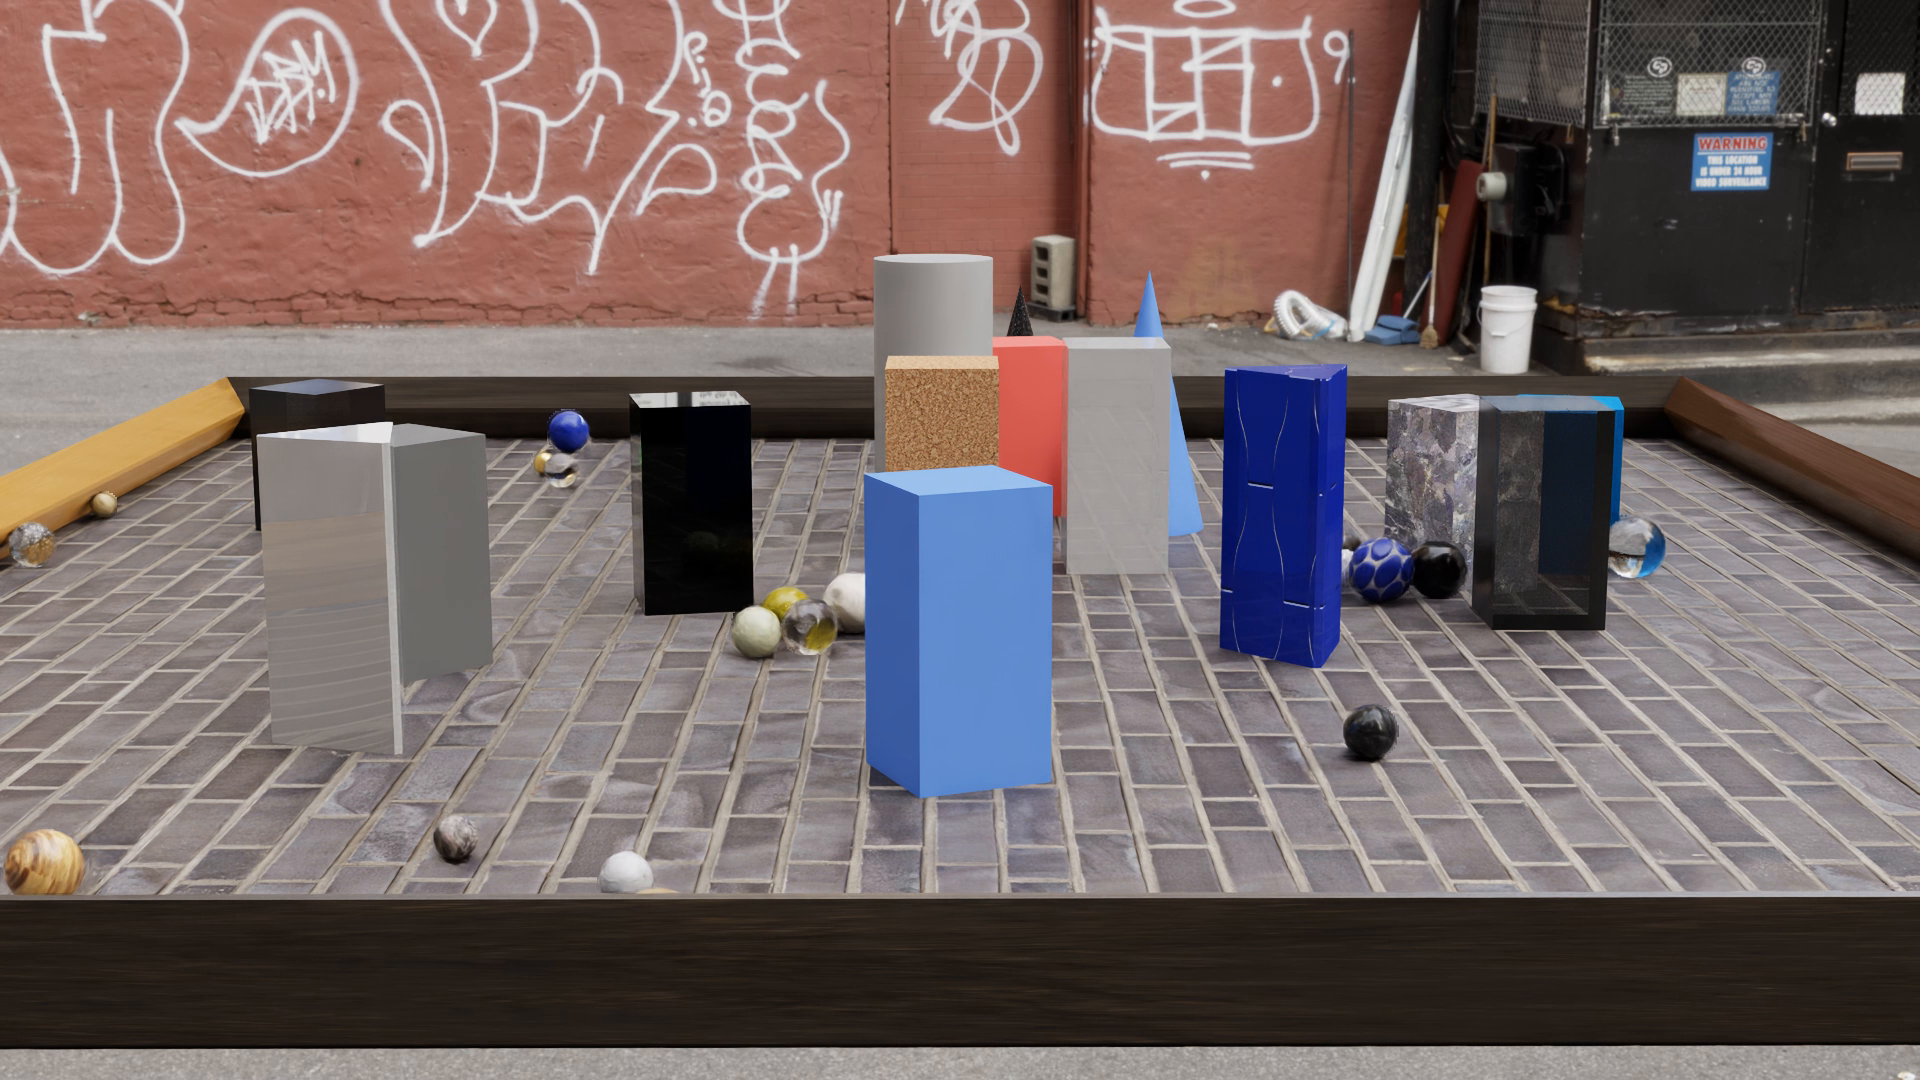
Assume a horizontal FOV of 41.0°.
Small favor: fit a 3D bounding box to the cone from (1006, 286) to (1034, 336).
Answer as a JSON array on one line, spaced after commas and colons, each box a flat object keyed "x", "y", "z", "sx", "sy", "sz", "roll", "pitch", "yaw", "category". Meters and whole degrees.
[{"x": 0.106, "y": -0.284, "z": 4.536, "sx": 0.182, "sy": 0.337, "sz": 0.182, "roll": 0, "pitch": 11, "yaw": 0, "category": "cone"}]

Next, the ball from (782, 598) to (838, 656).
[{"x": -0.186, "y": 0.107, "z": 3.174, "sx": 0.071, "sy": 0.071, "sz": 0.071, "roll": 0, "pitch": 11, "yaw": 0, "category": "ball"}]

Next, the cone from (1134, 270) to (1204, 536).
[{"x": 0.294, "y": -0.221, "z": 4.014, "sx": 0.182, "sy": 0.406, "sz": 0.182, "roll": 0, "pitch": 11, "yaw": 0, "category": "cone"}]

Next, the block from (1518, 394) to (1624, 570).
[{"x": 0.891, "y": -0.087, "z": 3.769, "sx": 0.145, "sy": 0.233, "sz": 0.145, "roll": 2, "pitch": 11, "yaw": 11, "category": "block"}]

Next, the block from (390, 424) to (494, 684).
[{"x": -0.672, "y": 0.014, "z": 3.098, "sx": 0.145, "sy": 0.283, "sz": 0.145, "roll": 9, "pitch": 14, "yaw": 39, "category": "block"}]

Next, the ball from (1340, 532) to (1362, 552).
[{"x": 0.557, "y": 0.015, "z": 3.716, "sx": 0.053, "sy": 0.053, "sz": 0.053, "roll": 0, "pitch": 11, "yaw": 0, "category": "ball"}]

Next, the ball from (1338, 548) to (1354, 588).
[{"x": 0.530, "y": 0.040, "z": 3.571, "sx": 0.057, "sy": 0.057, "sz": 0.057, "roll": 0, "pitch": 11, "yaw": 0, "category": "ball"}]

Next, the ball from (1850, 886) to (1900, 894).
[{"x": 0.735, "y": 0.315, "z": 2.053, "sx": 0.075, "sy": 0.075, "sz": 0.075, "roll": 0, "pitch": 11, "yaw": 0, "category": "ball"}]

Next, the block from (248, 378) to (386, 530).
[{"x": -1.002, "y": -0.129, "z": 4.019, "sx": 0.145, "sy": 0.224, "sz": 0.145, "roll": 7, "pitch": 13, "yaw": 32, "category": "block"}]

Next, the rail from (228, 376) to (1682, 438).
[{"x": -0.009, "y": -0.255, "z": 4.972, "sx": 2.831, "sy": 0.118, "sz": 0.045, "roll": 0, "pitch": 11, "yaw": 0, "category": "rail"}]

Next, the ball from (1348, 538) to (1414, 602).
[{"x": 0.572, "y": 0.041, "z": 3.482, "sx": 0.088, "sy": 0.088, "sz": 0.088, "roll": 0, "pitch": 11, "yaw": 0, "category": "ball"}]

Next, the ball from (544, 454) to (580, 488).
[{"x": -0.685, "y": -0.120, "z": 4.413, "sx": 0.060, "sy": 0.060, "sz": 0.060, "roll": 0, "pitch": 11, "yaw": 0, "category": "ball"}]

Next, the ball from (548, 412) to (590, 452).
[{"x": -0.733, "y": -0.203, "z": 4.812, "sx": 0.077, "sy": 0.077, "sz": 0.077, "roll": 0, "pitch": 11, "yaw": 0, "category": "ball"}]

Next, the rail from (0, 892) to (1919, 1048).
[{"x": 0.009, "y": 0.316, "z": 1.928, "sx": 2.831, "sy": 0.118, "sz": 0.045, "roll": 0, "pitch": 11, "yaw": 0, "category": "rail"}]

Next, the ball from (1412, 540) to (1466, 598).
[{"x": 0.653, "y": 0.040, "z": 3.508, "sx": 0.080, "sy": 0.080, "sz": 0.080, "roll": 0, "pitch": 11, "yaw": 0, "category": "ball"}]

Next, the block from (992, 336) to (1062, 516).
[{"x": 0.094, "y": -0.185, "z": 4.175, "sx": 0.145, "sy": 0.276, "sz": 0.145, "roll": -2, "pitch": 11, "yaw": -12, "category": "block"}]

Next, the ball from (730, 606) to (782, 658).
[{"x": -0.251, "y": 0.113, "z": 3.163, "sx": 0.063, "sy": 0.063, "sz": 0.063, "roll": 0, "pitch": 11, "yaw": 0, "category": "ball"}]

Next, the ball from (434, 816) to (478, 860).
[{"x": -0.465, "y": 0.274, "z": 2.365, "sx": 0.041, "sy": 0.041, "sz": 0.041, "roll": 0, "pitch": 11, "yaw": 0, "category": "ball"}]

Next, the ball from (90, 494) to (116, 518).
[{"x": -1.375, "y": -0.054, "z": 4.116, "sx": 0.041, "sy": 0.041, "sz": 0.041, "roll": 0, "pitch": 11, "yaw": 0, "category": "ball"}]

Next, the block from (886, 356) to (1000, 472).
[{"x": -0.023, "y": -0.066, "z": 3.371, "sx": 0.145, "sy": 0.337, "sz": 0.145, "roll": 0, "pitch": 11, "yaw": 0, "category": "block"}]

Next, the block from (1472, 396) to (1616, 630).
[{"x": 0.761, "y": -0.037, "z": 3.360, "sx": 0.145, "sy": 0.286, "sz": 0.145, "roll": 0, "pitch": 11, "yaw": 1, "category": "block"}]

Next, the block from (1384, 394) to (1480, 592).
[{"x": 0.705, "y": -0.069, "z": 3.624, "sx": 0.145, "sy": 0.251, "sz": 0.145, "roll": -6, "pitch": 12, "yaw": -29, "category": "block"}]

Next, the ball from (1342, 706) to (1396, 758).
[{"x": 0.432, "y": 0.202, "z": 2.706, "sx": 0.056, "sy": 0.056, "sz": 0.056, "roll": 0, "pitch": 11, "yaw": 0, "category": "ball"}]

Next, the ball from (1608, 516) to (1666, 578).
[{"x": 0.958, "y": 0.010, "z": 3.646, "sx": 0.087, "sy": 0.087, "sz": 0.087, "roll": 0, "pitch": 11, "yaw": 0, "category": "ball"}]

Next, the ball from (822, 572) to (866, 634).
[{"x": -0.137, "y": 0.081, "z": 3.295, "sx": 0.079, "sy": 0.079, "sz": 0.079, "roll": 0, "pitch": 11, "yaw": 0, "category": "ball"}]

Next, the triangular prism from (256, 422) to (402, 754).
[{"x": -0.648, "y": 0.047, "z": 2.781, "sx": 0.157, "sy": 0.334, "sz": 0.136, "roll": 4, "pitch": 11, "yaw": 19, "category": "triangular prism"}]

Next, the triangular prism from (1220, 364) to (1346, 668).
[{"x": 0.429, "y": -0.037, "z": 3.178, "sx": 0.136, "sy": 0.353, "sz": 0.157, "roll": -10, "pitch": 14, "yaw": -42, "category": "triangular prism"}]

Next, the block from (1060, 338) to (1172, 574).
[{"x": 0.224, "y": -0.124, "z": 3.717, "sx": 0.145, "sy": 0.325, "sz": 0.145, "roll": 0, "pitch": 11, "yaw": -1, "category": "block"}]

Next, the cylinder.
[{"x": -0.041, "y": -0.217, "z": 3.929, "sx": 0.182, "sy": 0.429, "sz": 0.182, "roll": 0, "pitch": 11, "yaw": 0, "category": "cylinder"}]

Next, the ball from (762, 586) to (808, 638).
[{"x": -0.220, "y": 0.092, "z": 3.265, "sx": 0.067, "sy": 0.067, "sz": 0.067, "roll": 0, "pitch": 11, "yaw": 0, "category": "ball"}]

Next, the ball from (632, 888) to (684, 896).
[{"x": -0.239, "y": 0.316, "z": 2.027, "sx": 0.082, "sy": 0.082, "sz": 0.082, "roll": 0, "pitch": 11, "yaw": 0, "category": "ball"}]

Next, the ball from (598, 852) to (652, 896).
[{"x": -0.291, "y": 0.295, "z": 2.236, "sx": 0.047, "sy": 0.047, "sz": 0.047, "roll": 0, "pitch": 11, "yaw": 0, "category": "ball"}]

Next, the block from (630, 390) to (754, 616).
[{"x": -0.363, "y": -0.052, "z": 3.459, "sx": 0.145, "sy": 0.278, "sz": 0.145, "roll": -2, "pitch": 11, "yaw": -13, "category": "block"}]

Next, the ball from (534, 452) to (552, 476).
[{"x": -0.734, "y": -0.135, "z": 4.540, "sx": 0.042, "sy": 0.042, "sz": 0.042, "roll": 0, "pitch": 11, "yaw": 0, "category": "ball"}]

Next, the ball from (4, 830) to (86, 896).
[{"x": -0.797, "y": 0.285, "z": 2.233, "sx": 0.067, "sy": 0.067, "sz": 0.067, "roll": 0, "pitch": 11, "yaw": 0, "category": "ball"}]

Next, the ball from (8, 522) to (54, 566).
[{"x": -1.350, "y": 0.006, "z": 3.732, "sx": 0.063, "sy": 0.063, "sz": 0.063, "roll": 0, "pitch": 11, "yaw": 0, "category": "ball"}]

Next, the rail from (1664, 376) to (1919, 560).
[{"x": 1.392, "y": 0.029, "z": 3.458, "sx": 0.045, "sy": 0.118, "sz": 3.145, "roll": 0, "pitch": 11, "yaw": 0, "category": "rail"}]

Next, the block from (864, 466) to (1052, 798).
[{"x": -0.003, "y": 0.090, "z": 2.627, "sx": 0.145, "sy": 0.307, "sz": 0.145, "roll": -5, "pitch": 12, "yaw": -23, "category": "block"}]

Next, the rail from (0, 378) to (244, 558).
[{"x": -1.392, "y": 0.032, "z": 3.442, "sx": 0.045, "sy": 0.118, "sz": 3.145, "roll": 0, "pitch": 11, "yaw": 0, "category": "rail"}]
